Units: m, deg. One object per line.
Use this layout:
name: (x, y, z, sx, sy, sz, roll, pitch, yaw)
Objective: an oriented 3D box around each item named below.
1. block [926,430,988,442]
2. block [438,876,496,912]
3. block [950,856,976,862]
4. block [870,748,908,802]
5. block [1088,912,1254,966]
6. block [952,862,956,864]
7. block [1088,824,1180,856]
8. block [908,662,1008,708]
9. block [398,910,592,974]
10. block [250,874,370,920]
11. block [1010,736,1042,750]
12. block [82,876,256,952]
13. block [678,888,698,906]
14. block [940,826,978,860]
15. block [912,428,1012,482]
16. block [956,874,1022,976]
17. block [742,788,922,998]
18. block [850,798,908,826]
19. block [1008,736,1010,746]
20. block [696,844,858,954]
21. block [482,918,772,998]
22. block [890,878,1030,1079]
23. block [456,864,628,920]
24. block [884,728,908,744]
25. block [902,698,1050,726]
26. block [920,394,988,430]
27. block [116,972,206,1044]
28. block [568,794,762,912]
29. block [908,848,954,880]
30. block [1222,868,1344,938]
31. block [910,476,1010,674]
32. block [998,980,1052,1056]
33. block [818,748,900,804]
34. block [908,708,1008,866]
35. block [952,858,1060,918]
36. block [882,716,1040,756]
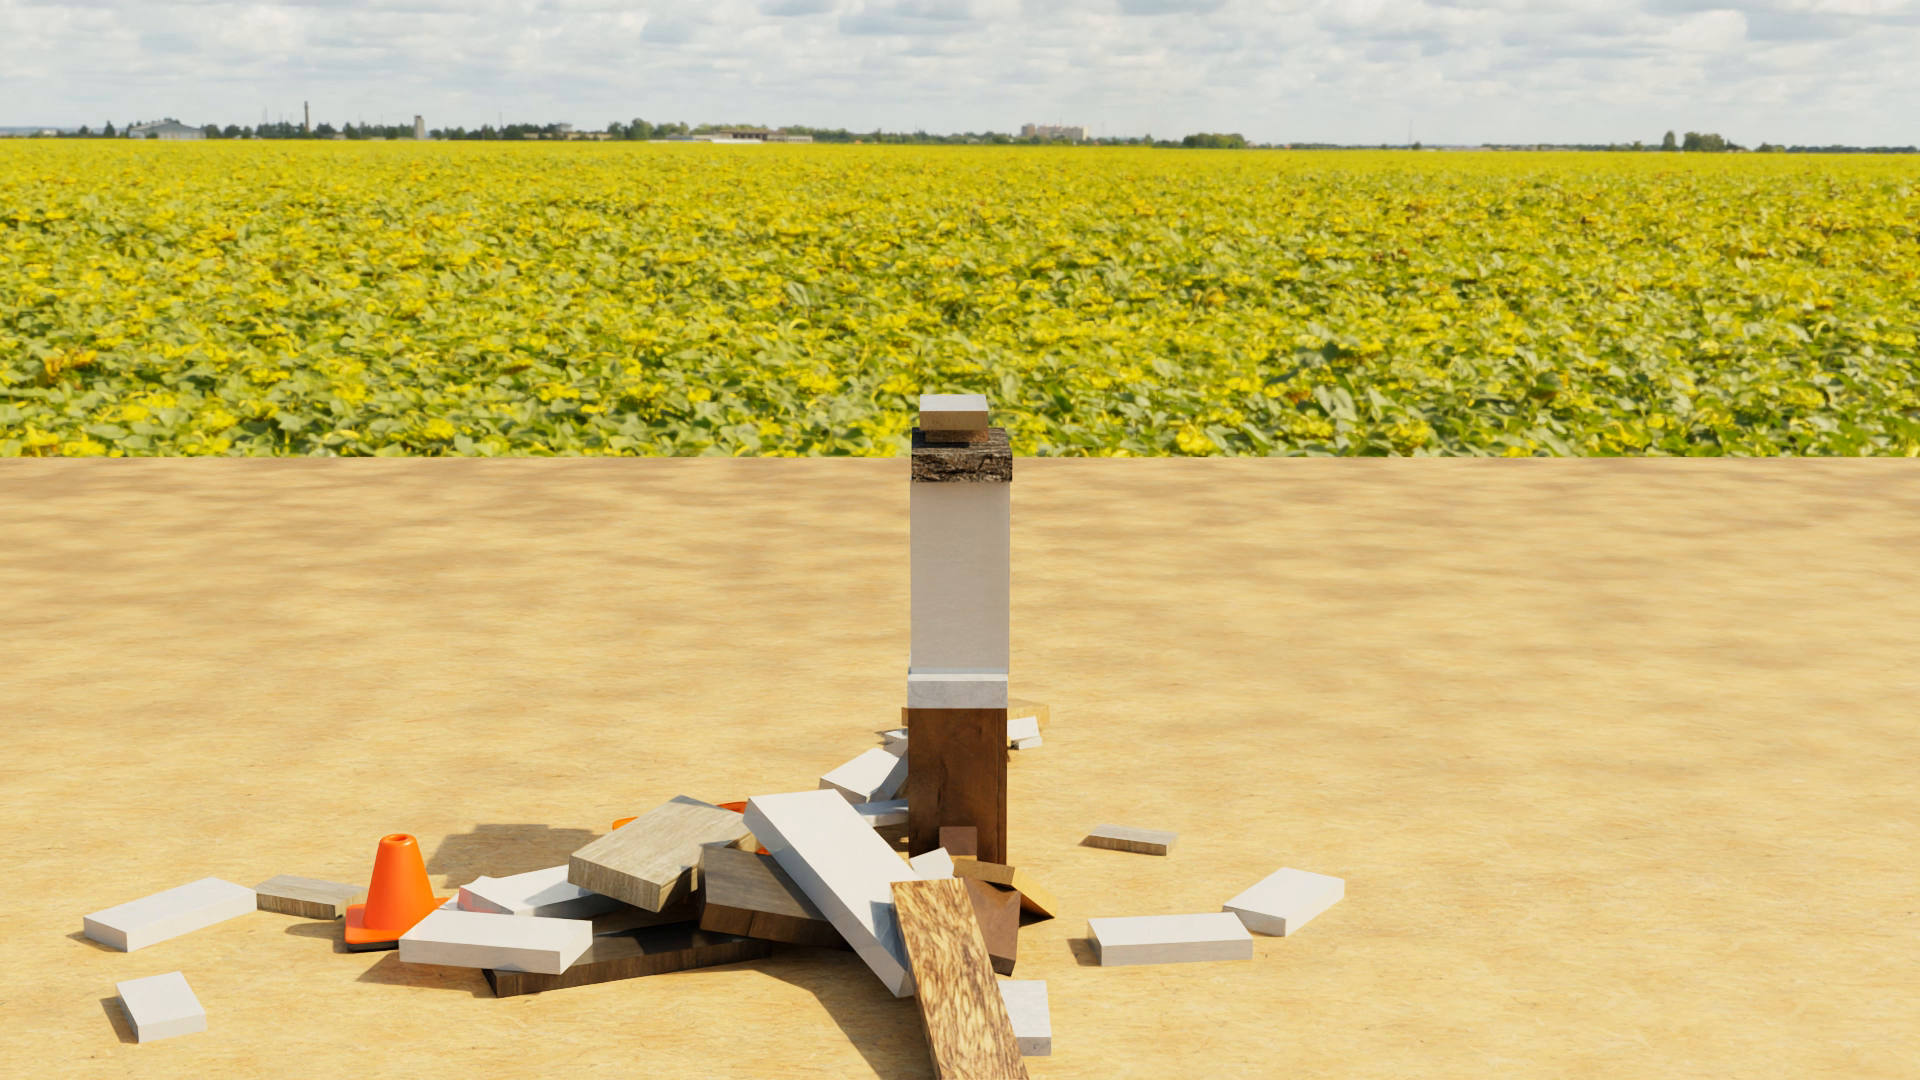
block: (-0.007, -0.197, 3.753, 0.104, 0.029, 0.208, 0, 11, -1)
block: (-0.763, 0.588, 3.544, 0.091, 0.026, 0.183, 11, 9, 7)
block: (-0.004, 0.567, 3.568, 0.062, 0.018, 0.124, 0, 43, 0)
block: (-0.104, 0.427, 4.033, 0.029, 0.208, 0.104, 38, 19, 8)
block: (0.325, 0.620, 3.417, 0.236, 0.033, 0.118, -1, 11, -7)
block: (-0.003, 0.572, 3.536, 0.063, 0.018, 0.126, -1, 43, -2)
block: (0.309, 0.533, 3.917, 0.146, 0.021, 0.073, 4, 11, 22)
block: (-0.004, 0.221, 3.737, 0.163, 0.046, 0.327, 0, 11, 0)
block: (-0.698, 0.604, 3.311, 0.255, 0.036, 0.127, 2, 11, 12)
block: (-1.073, 0.587, 3.616, 0.183, 0.026, 0.091, 4, 11, 22)
block: (0.109, 0.411, 4.580, 0.061, 0.017, 0.121, -6, 12, -37)
block: (-1.266, 0.599, 3.529, 0.118, 0.033, 0.236, 8, 13, 36)
block: (-0.416, 0.553, 3.568, 0.401, 0.036, 0.127, 9, 11, 30)
block: (-0.003, 0.535, 3.627, 0.062, 0.124, 0.018, 0, -10, 0)
block: (0.000, -0.144, 3.679, 0.162, 0.046, 0.324, 0, 11, -1)
block: (0.036, 0.579, 3.314, 0.102, 0.029, 0.203, 16, 21, -2)
block: (-0.148, 0.535, 3.394, 0.166, 0.047, 0.475, 0, 27, -37)
block: (-0.324, 0.495, 3.794, 0.597, 0.021, 0.073, -2, 11, -35)
block: (0.028, 0.384, 4.179, 0.122, 0.017, 0.061, -8, -14, 32)
block: (-0.237, 0.560, 3.398, 0.331, 0.047, 0.166, 11, 22, -13)
block: (-0.508, 0.631, 3.355, 0.421, 0.033, 0.118, -4, 11, -23)
block: (-0.003, 0.633, 3.053, 0.112, 0.032, 0.590, -2, 21, -9)
block: (-0.666, 0.574, 3.533, 0.127, 0.036, 0.255, 15, 10, 35)
block: (-0.081, 0.418, 4.540, 0.073, 0.021, 0.146, -9, 14, -39)
block: (0.033, 0.371, 4.653, 0.281, 0.040, 0.140, -2, 4, -30)
block: (-0.011, -0.215, 3.683, 0.112, 0.032, 0.223, 0, 11, -1)
block: (-1.150, 0.671, 3.164, 0.091, 0.026, 0.183, -6, 12, -29)
block: (-0.468, 0.501, 3.542, 0.166, 0.047, 0.331, 14, 16, 21)
block: (-0.031, 0.553, 3.530, 0.062, 0.018, 0.124, -16, 45, -15)
block: (0.529, 0.589, 3.588, 0.112, 0.032, 0.223, 7, 13, 33)
block: (0.000, 0.057, 3.607, 0.162, 0.324, 0.046, 0, 11, 0)
block: (0.075, 0.677, 3.120, 0.102, 0.029, 0.203, 0, 11, 0)
block: (-0.173, 0.457, 4.221, 0.104, 0.029, 0.208, 19, 20, 23)
block: (-0.004, 0.425, 3.661, 0.163, 0.327, 0.046, 0, 10, 0)
block: (0.074, 0.554, 3.496, 0.102, 0.029, 0.205, 5, -21, 25)
block: (0.003, 0.404, 4.418, 0.281, 0.040, 0.140, -6, -11, -30)
